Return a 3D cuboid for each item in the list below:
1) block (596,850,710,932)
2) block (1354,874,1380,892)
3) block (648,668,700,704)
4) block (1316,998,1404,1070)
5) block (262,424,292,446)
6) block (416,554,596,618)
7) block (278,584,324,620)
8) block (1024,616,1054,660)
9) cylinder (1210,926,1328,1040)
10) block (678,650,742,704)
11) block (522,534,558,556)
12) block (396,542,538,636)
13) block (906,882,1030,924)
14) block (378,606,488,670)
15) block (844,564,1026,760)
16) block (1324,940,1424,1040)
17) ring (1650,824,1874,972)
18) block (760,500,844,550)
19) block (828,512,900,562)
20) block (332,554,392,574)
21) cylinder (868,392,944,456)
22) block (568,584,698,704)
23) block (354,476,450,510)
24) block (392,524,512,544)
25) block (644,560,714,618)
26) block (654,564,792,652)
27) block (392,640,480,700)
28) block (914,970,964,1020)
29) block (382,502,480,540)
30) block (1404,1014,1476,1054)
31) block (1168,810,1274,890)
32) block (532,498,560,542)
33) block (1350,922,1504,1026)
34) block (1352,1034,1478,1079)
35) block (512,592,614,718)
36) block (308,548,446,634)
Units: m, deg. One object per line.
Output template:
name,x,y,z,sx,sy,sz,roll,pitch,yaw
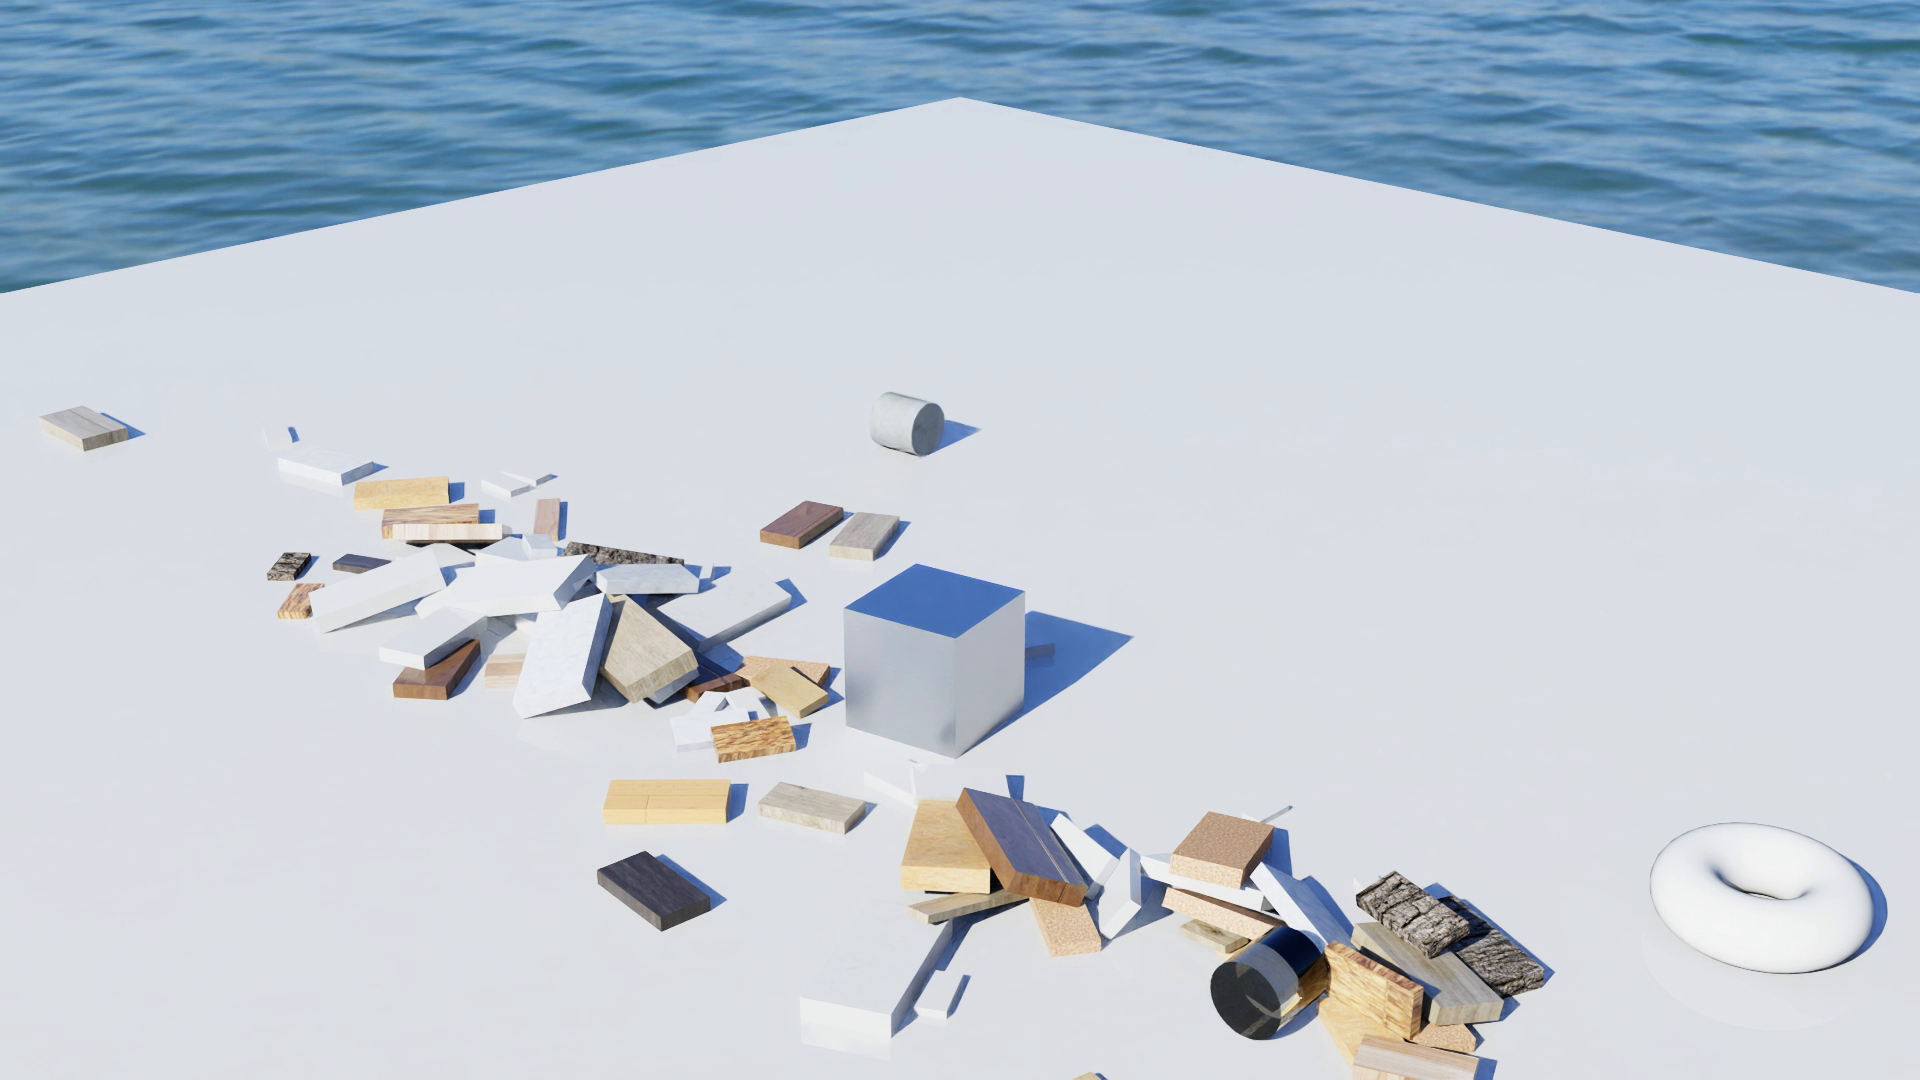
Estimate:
block,-0.581,0.662,4.160,0.110,0.031,0.220,-18,29,-37
block,0.789,0.666,4.174,0.046,0.013,0.093,-7,24,-15
block,-0.705,0.287,4.975,0.116,0.033,0.232,-36,38,-27
block,0.705,0.872,3.668,0.101,0.029,0.354,-5,23,-11
block,-2.008,-0.310,6.468,0.066,0.019,0.132,-9,25,-21
block,-1.080,0.116,5.213,0.449,0.044,0.156,-6,33,33
block,-1.613,0.149,5.385,0.068,0.019,0.169,0,23,0
block,0.138,0.224,5.197,0.099,0.028,0.199,-9,25,-20
cylinder,0.532,0.761,3.783,0.145,0.145,0.145,19,29,37
block,-0.630,0.297,5.019,0.116,0.033,0.294,-18,29,-36
block,-1.056,0.013,5.528,0.064,0.018,0.129,1,17,-21
block,-1.167,0.118,5.432,0.584,0.039,0.139,20,30,39
block,0.026,0.669,4.082,0.287,0.017,0.058,-6,14,-43
block,-1.219,0.225,5.097,0.122,0.035,0.245,10,25,22
block,-0.054,0.259,4.788,0.284,0.284,0.284,14,27,29
block,0.703,0.768,3.756,0.027,0.095,0.189,-19,30,-38
ring,1.474,0.655,4.052,0.392,0.131,0.392,-1,24,0
block,-0.417,-0.041,5.815,0.117,0.033,0.235,11,25,25
block,-0.248,-0.010,5.742,0.117,0.033,0.235,6,24,14
block,-1.519,0.064,5.587,0.132,0.019,0.066,8,24,19
cylinder,-0.155,-0.335,6.350,0.157,0.157,0.157,16,28,34
block,-0.781,0.224,5.024,0.168,0.048,0.493,-31,32,-20
block,-1.526,-0.128,6.018,0.248,0.035,0.124,-4,23,-10
block,-1.308,-0.016,5.674,0.277,0.039,0.139,0,-4,-1
block,-0.688,0.124,5.416,0.143,0.041,0.286,-1,23,-1
block,-0.565,0.163,5.262,0.143,0.041,0.324,36,37,22
block,-1.194,0.292,5.027,0.122,0.035,0.245,3,23,6
block,-0.037,0.797,3.860,0.058,0.017,0.117,6,24,13
block,-1.403,-0.051,5.836,0.248,0.035,0.124,-4,23,-9
block,0.793,0.821,3.788,0.101,0.029,0.202,-7,24,-15
block,0.503,0.589,4.198,0.134,0.038,0.344,11,10,16
block,-1.101,-0.053,5.863,0.064,0.018,0.262,-3,23,-7
block,0.816,0.755,3.856,0.134,0.038,0.268,1,22,-25
block,0.747,0.867,3.609,0.189,0.027,0.095,9,25,20
block,-0.889,0.257,4.941,0.168,0.048,0.337,-16,33,12
block,-1.410,0.122,5.322,0.312,0.044,0.156,-21,28,-12
